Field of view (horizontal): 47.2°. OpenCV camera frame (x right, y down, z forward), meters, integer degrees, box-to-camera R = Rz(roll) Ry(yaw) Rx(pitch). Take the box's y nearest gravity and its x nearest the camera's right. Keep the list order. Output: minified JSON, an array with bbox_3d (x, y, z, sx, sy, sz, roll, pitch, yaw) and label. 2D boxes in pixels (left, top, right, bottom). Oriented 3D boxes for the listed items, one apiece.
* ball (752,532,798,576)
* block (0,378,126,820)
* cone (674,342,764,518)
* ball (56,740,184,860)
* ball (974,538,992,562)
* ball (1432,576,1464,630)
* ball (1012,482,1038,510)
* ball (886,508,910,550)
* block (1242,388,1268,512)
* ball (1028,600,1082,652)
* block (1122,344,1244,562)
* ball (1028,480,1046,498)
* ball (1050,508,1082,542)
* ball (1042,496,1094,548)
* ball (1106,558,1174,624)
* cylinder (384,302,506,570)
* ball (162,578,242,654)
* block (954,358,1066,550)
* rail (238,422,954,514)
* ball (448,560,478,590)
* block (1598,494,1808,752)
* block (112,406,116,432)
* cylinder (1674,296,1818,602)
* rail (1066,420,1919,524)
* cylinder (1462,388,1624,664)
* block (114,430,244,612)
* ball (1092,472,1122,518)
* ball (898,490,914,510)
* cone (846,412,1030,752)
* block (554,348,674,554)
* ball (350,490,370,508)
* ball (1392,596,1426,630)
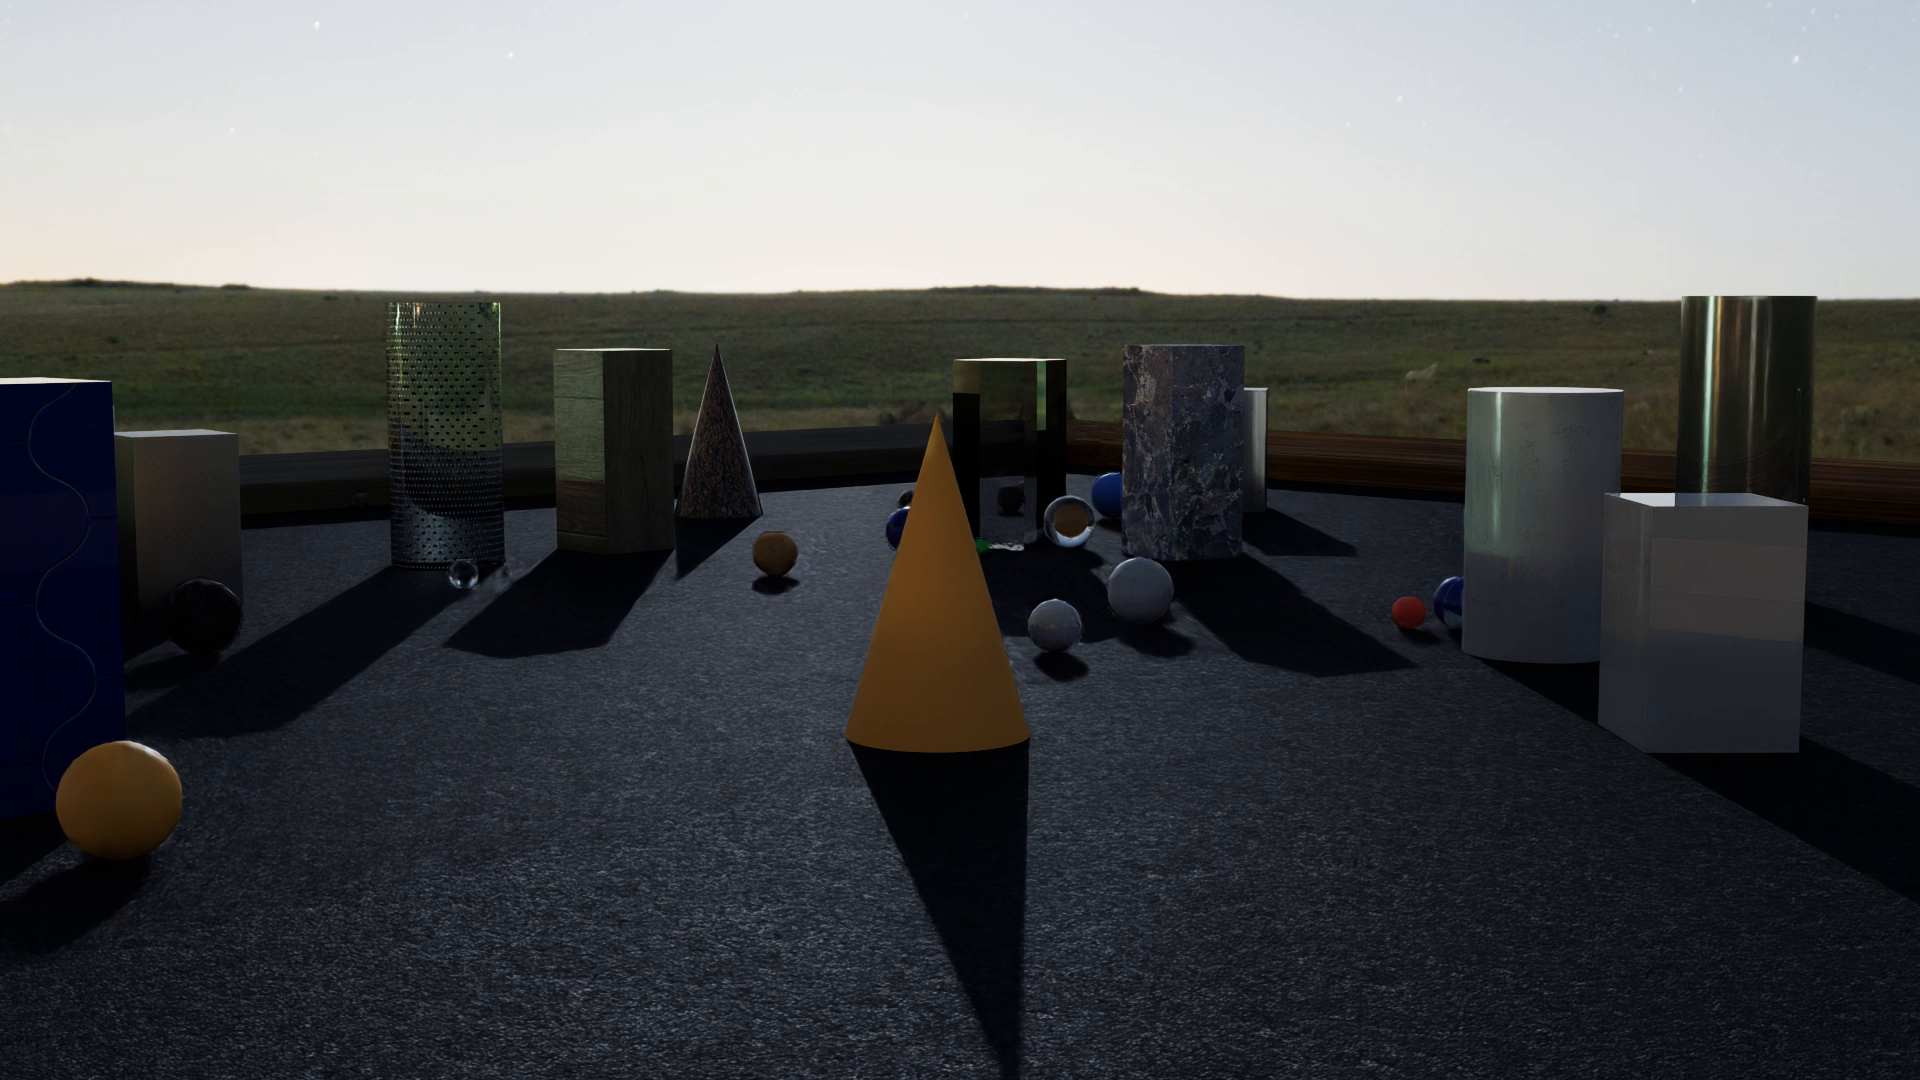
[{"bbox_3d":[-0.310,0.023,3.685,0.075,0.075,0.075,0,6,0],"label":"ball"},{"bbox_3d":[-0.869,0.047,1.988,0.156,0.380,0.156,-6,8,-44],"label":"block"},{"bbox_3d":[-0.527,-0.243,4.783,0.195,0.375,0.195,0,6,0],"label":"cone"},{"bbox_3d":[-0.681,0.211,1.783,0.097,0.097,0.097,0,6,0],"label":"ball"},{"bbox_3d":[0.034,0.018,3.889,0.042,0.042,0.042,0,6,0],"label":"ball"},{"bbox_3d":[0.698,0.088,3.070,0.074,0.074,0.074,0,6,0],"label":"ball"},{"bbox_3d":[0.145,-0.098,4.922,0.059,0.059,0.059,0,6,0],"label":"ball"},{"bbox_3d":[-0.094,-0.018,4.034,0.084,0.084,0.084,0,6,0],"label":"ball"},{"bbox_3d":[0.607,-0.203,4.917,0.156,0.269,0.156,1,6,10],"label":"block"},{"bbox_3d":[0.123,0.112,2.863,0.069,0.069,0.069,0,6,0],"label":"ball"},{"bbox_3d":[0.403,-0.162,3.985,0.156,0.381,0.156,-3,7,-29],"label":"block"},{"bbox_3d":[0.179,-0.119,5.176,0.046,0.046,0.046,0,6,0],"label":"ball"},{"bbox_3d":[0.204,-0.029,4.239,0.062,0.062,0.062,0,6,0],"label":"ball"},{"bbox_3d":[0.204,-0.033,4.112,0.098,0.098,0.098,0,6,0],"label":"ball"},{"bbox_3d":[0.256,0.072,3.126,0.095,0.095,0.095,0,6,0],"label":"ball"},{"bbox_3d":[-0.896,-0.184,3.832,0.195,0.456,0.195,0,6,0],"label":"cylinder"},{"bbox_3d":[-0.985,0.099,2.856,0.097,0.097,0.097,0,6,0],"label":"ball"},{"bbox_3d":[0.095,-0.166,4.164,0.156,0.351,0.156,4,7,32],"label":"block"},{"bbox_3d":[-1.435,-0.129,4.878,4.586,0.127,0.045,-5,8,-42],"label":"rail"},{"bbox_3d":[-0.792,0.056,3.508,0.047,0.047,0.047,0,6,0],"label":"ball"},{"bbox_3d":[0.767,0.082,2.282,0.156,0.249,0.156,0,6,-1],"label":"block"},{"bbox_3d":[-1.482,-0.077,3.648,0.156,0.282,0.156,-2,6,-20],"label":"block"},{"bbox_3d":[1.199,-0.140,3.365,0.195,0.465,0.195,0,6,0],"label":"cylinder"},{"bbox_3d":[1.668,-0.127,4.863,0.045,0.127,4.278,-5,8,-42],"label":"rail"},{"bbox_3d":[0.755,-0.024,2.853,0.195,0.341,0.195,0,6,0],"label":"cylinder"},{"bbox_3d":[-1.198,-0.033,3.342,0.156,0.258,0.156,-5,8,-37],"label":"block"},{"bbox_3d":[0.329,-0.096,4.711,0.097,0.097,0.097,0,6,0],"label":"ball"},{"bbox_3d":[-0.098,-0.071,4.629,0.065,0.065,0.065,0,6,0],"label":"ball"},{"bbox_3d":[-0.024,0.036,2.298,0.195,0.339,0.195,0,6,0],"label":"cone"},{"bbox_3d":[-0.644,-0.169,4.096,0.156,0.371,0.156,-6,8,-44],"label":"block"},{"bbox_3d":[-1.346,-0.091,4.937,0.042,0.042,0.042,0,6,0],"label":"ball"},{"bbox_3d":[0.626,0.102,3.070,0.047,0.047,0.047,0,6,0],"label":"ball"}]
